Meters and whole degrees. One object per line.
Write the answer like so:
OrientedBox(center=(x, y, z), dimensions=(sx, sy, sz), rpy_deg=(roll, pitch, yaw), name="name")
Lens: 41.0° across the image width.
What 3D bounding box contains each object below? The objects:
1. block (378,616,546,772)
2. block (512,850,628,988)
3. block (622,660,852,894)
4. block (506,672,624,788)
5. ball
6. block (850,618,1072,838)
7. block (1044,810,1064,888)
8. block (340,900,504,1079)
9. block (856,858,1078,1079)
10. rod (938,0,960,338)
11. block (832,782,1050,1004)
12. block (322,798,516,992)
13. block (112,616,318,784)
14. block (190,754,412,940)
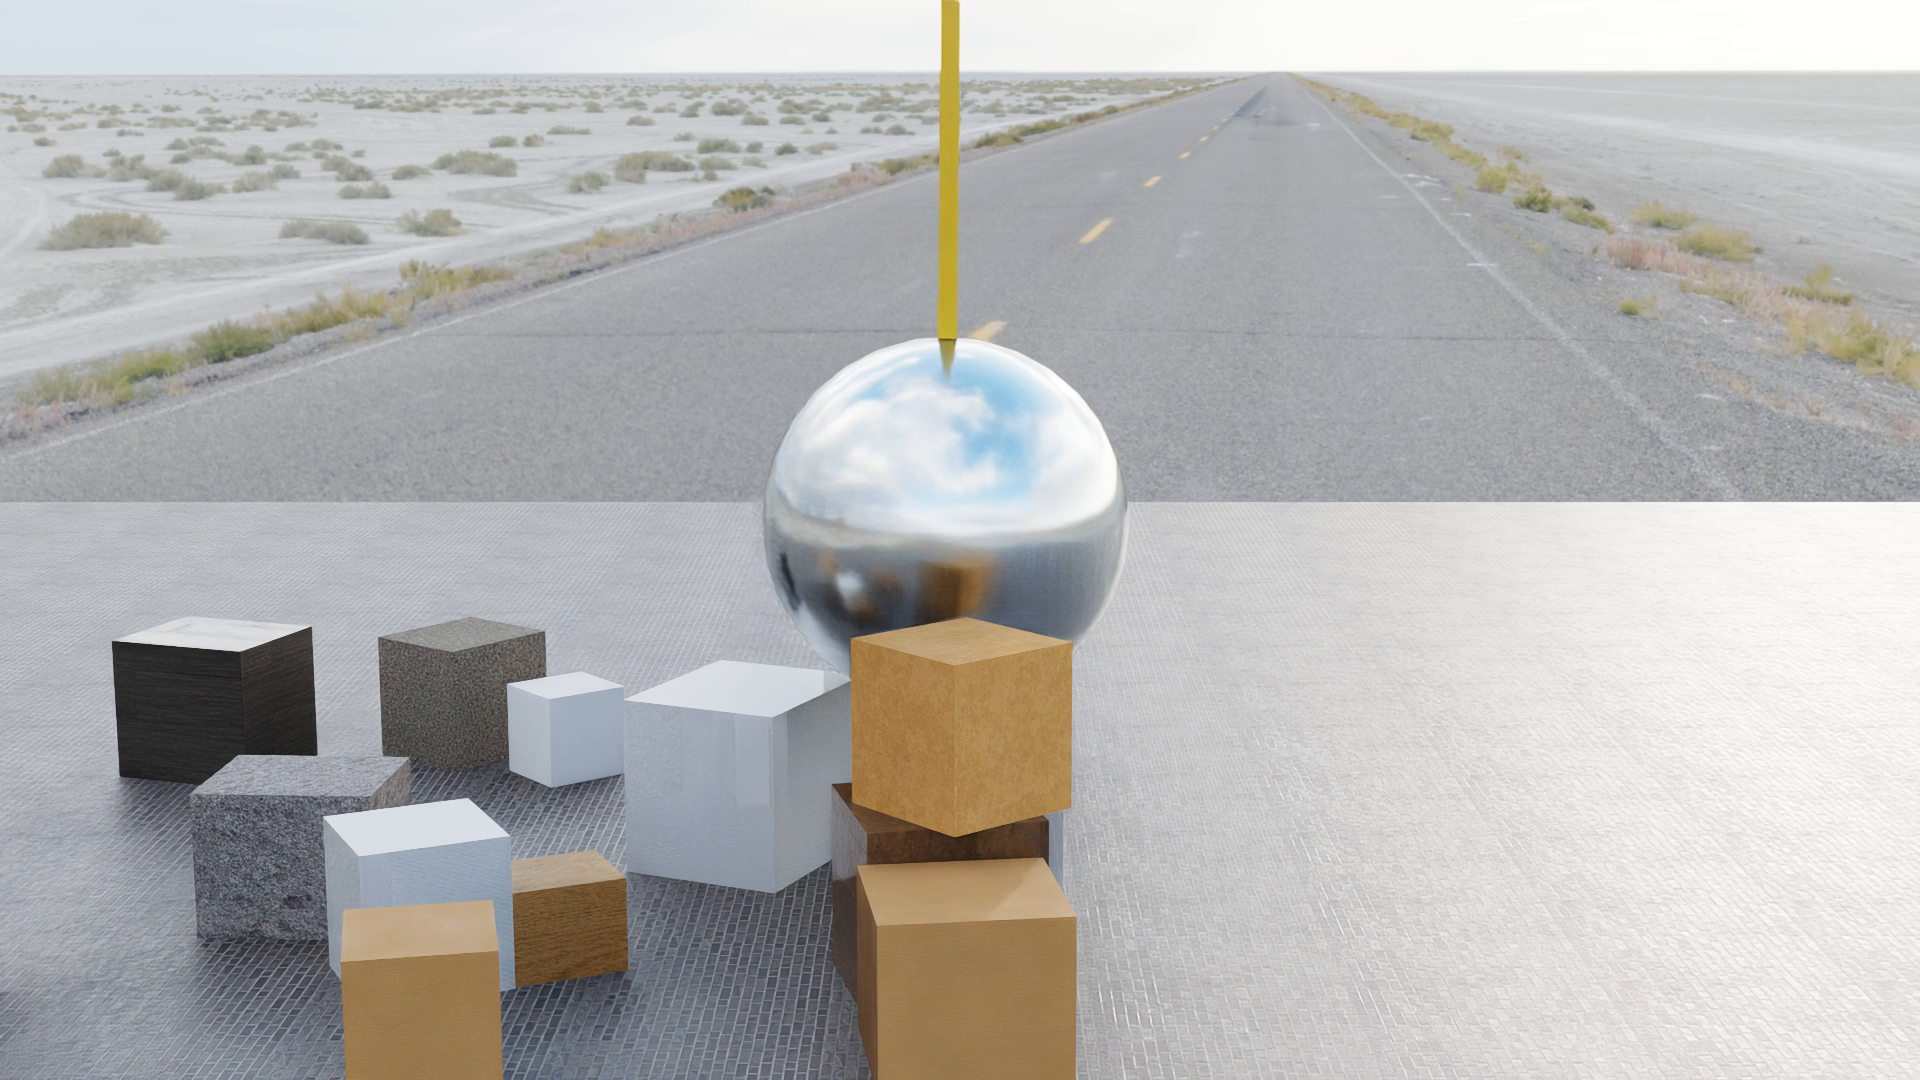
OrientedBox(center=(-2.595, 0.798, 13.427), dimensions=(0.577, 0.626, 0.636), rpy_deg=(8, 13, 37), name="block")
OrientedBox(center=(-1.612, 1.504, 10.227), dimensions=(0.463, 0.382, 0.413), rpy_deg=(-5, 11, -25), name="block")
OrientedBox(center=(-0.964, 1.048, 11.601), dimensions=(0.750, 0.786, 0.865), rpy_deg=(5, 11, 24), name="block")
OrientedBox(center=(-1.998, 0.957, 13.032), dimensions=(0.435, 0.454, 0.420), rpy_deg=(-8, 13, -38), name="block")
OrientedBox(center=(-0.063, -0.082, 11.166), dimensions=(1.600, 1.600, 1.600), rpy_deg=(0, 10, 0), name="ball")
OrientedBox(center=(0.005, 0.698, 9.776), dimensions=(0.588, 0.647, 0.604), rpy_deg=(-9, 14, -40), name="block")
OrientedBox(center=(0.013, 1.227, 10.745), dimensions=(0.804, 0.742, 0.766), rpy_deg=(0, 10, 0), name="block")
OrientedBox(center=(-1.849, 1.638, 8.829), dimensions=(0.514, 0.619, 0.548), rpy_deg=(-2, 11, -12), name="block")
OrientedBox(center=(0.012, 1.560, 9.246), dimensions=(0.699, 0.622, 0.689), rpy_deg=(-1, 10, -8), name="block")
OrientedBox(center=(-0.027, -3.427, 10.557), dimensions=(0.080, 5.200, 0.080), rpy_deg=(1, 10, 0), name="rod")
OrientedBox(center=(-0.086, 1.373, 9.942), dimensions=(0.697, 0.741, 0.695), rpy_deg=(-3, 11, -14), name="block")
OrientedBox(center=(-2.121, 1.418, 10.046), dimensions=(0.585, 0.617, 0.586), rpy_deg=(-5, 11, -26), name="block")
OrientedBox(center=(-3.793, 0.820, 13.090), dimensions=(0.756, 0.703, 0.626), rpy_deg=(4, 11, 19), name="block")
OrientedBox(center=(-2.751, 1.285, 10.789), dimensions=(0.747, 0.612, 0.612), rpy_deg=(1, 10, 3), name="block")
